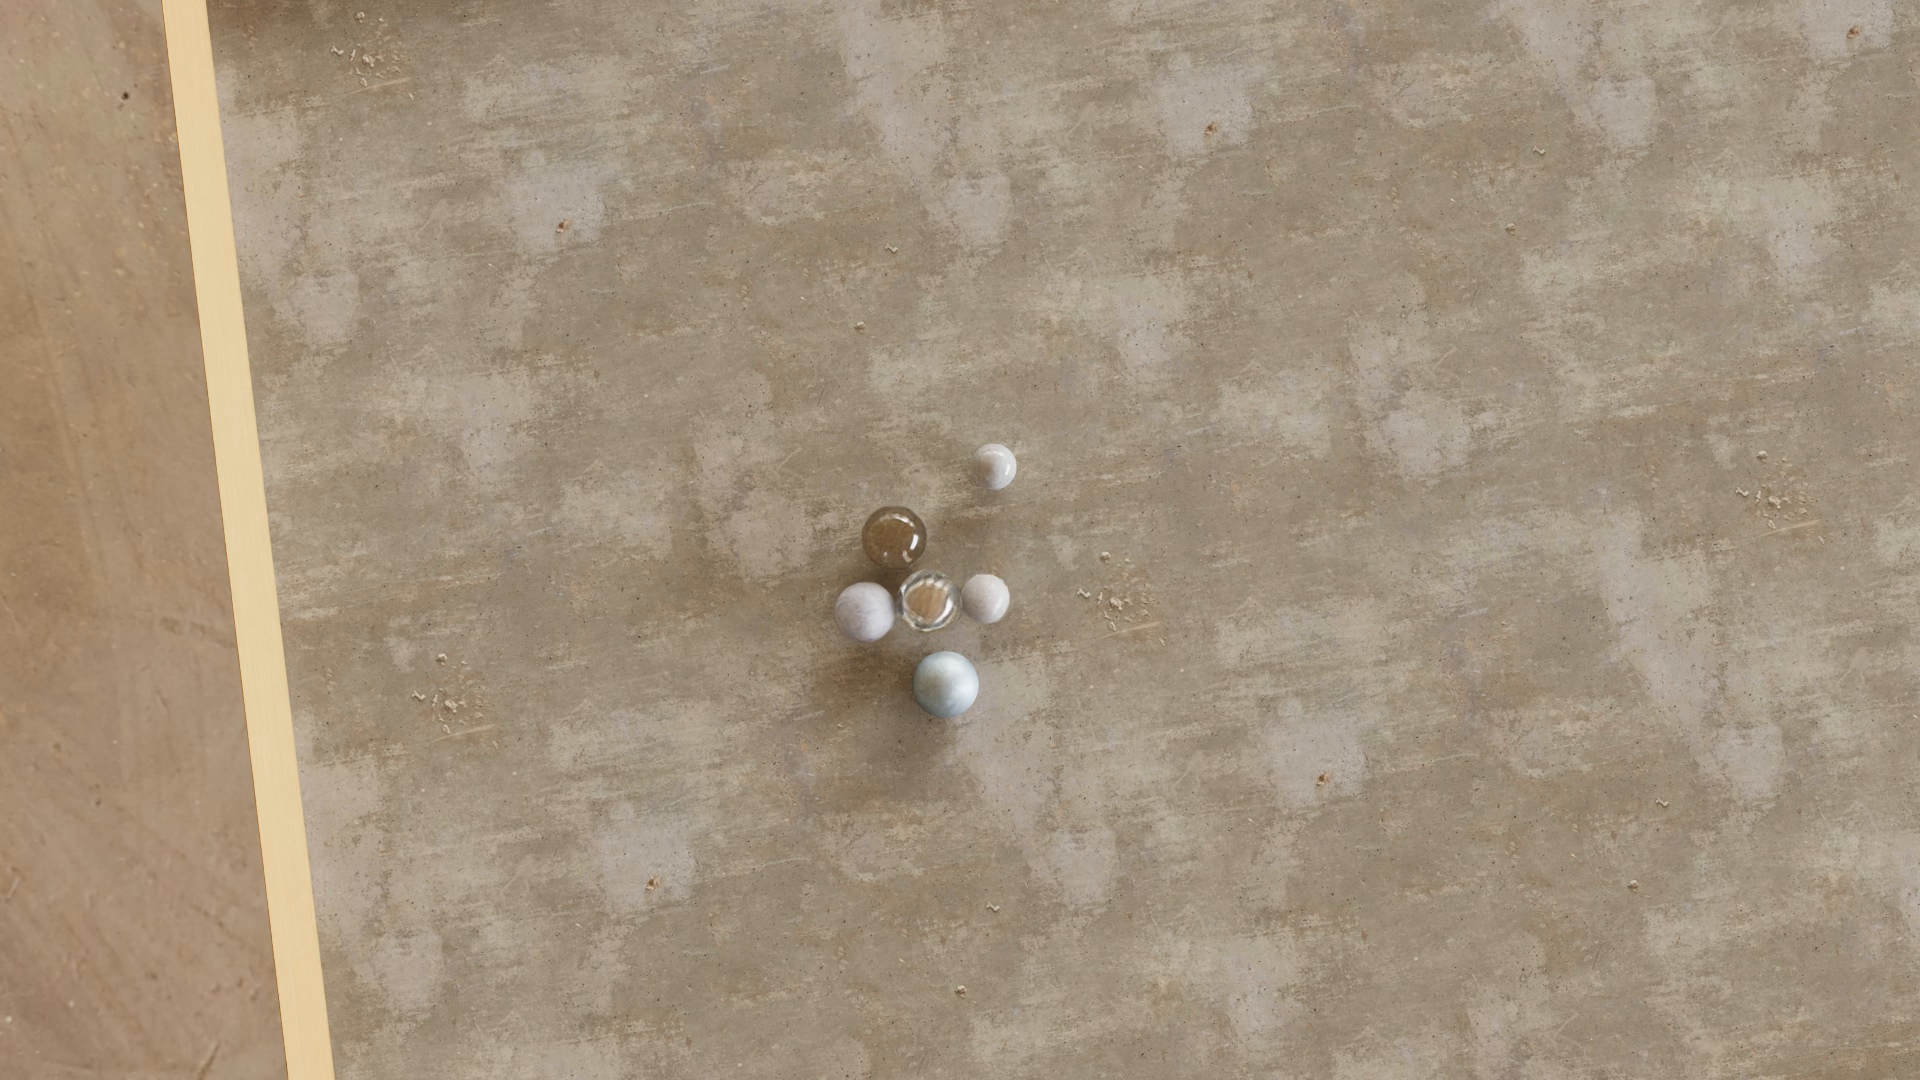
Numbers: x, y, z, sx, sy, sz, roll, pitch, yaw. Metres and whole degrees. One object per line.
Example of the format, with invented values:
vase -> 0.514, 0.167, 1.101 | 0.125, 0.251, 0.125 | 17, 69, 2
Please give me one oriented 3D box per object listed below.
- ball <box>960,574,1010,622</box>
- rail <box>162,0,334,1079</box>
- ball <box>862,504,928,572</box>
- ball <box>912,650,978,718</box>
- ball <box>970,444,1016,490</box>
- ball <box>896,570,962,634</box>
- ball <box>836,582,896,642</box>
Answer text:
ball -> 0.037, 0.086, 3.244 | 0.072, 0.072, 0.072 | 0, 84, 0
rail -> -1.012, 0.153, 3.207 | 0.045, 0.127, 2.412 | -9, 84, -1
ball -> -0.097, -0.003, 3.241 | 0.098, 0.098, 0.098 | 0, 84, 0
ball -> -0.022, 0.211, 3.217 | 0.098, 0.098, 0.098 | 0, 84, 0
ball -> 0.050, -0.109, 3.267 | 0.069, 0.069, 0.069 | 0, 84, 0
ball -> -0.046, 0.091, 3.232 | 0.095, 0.095, 0.095 | 0, 84, 0
ball -> -0.138, 0.106, 3.233 | 0.090, 0.090, 0.090 | 0, 84, 0
